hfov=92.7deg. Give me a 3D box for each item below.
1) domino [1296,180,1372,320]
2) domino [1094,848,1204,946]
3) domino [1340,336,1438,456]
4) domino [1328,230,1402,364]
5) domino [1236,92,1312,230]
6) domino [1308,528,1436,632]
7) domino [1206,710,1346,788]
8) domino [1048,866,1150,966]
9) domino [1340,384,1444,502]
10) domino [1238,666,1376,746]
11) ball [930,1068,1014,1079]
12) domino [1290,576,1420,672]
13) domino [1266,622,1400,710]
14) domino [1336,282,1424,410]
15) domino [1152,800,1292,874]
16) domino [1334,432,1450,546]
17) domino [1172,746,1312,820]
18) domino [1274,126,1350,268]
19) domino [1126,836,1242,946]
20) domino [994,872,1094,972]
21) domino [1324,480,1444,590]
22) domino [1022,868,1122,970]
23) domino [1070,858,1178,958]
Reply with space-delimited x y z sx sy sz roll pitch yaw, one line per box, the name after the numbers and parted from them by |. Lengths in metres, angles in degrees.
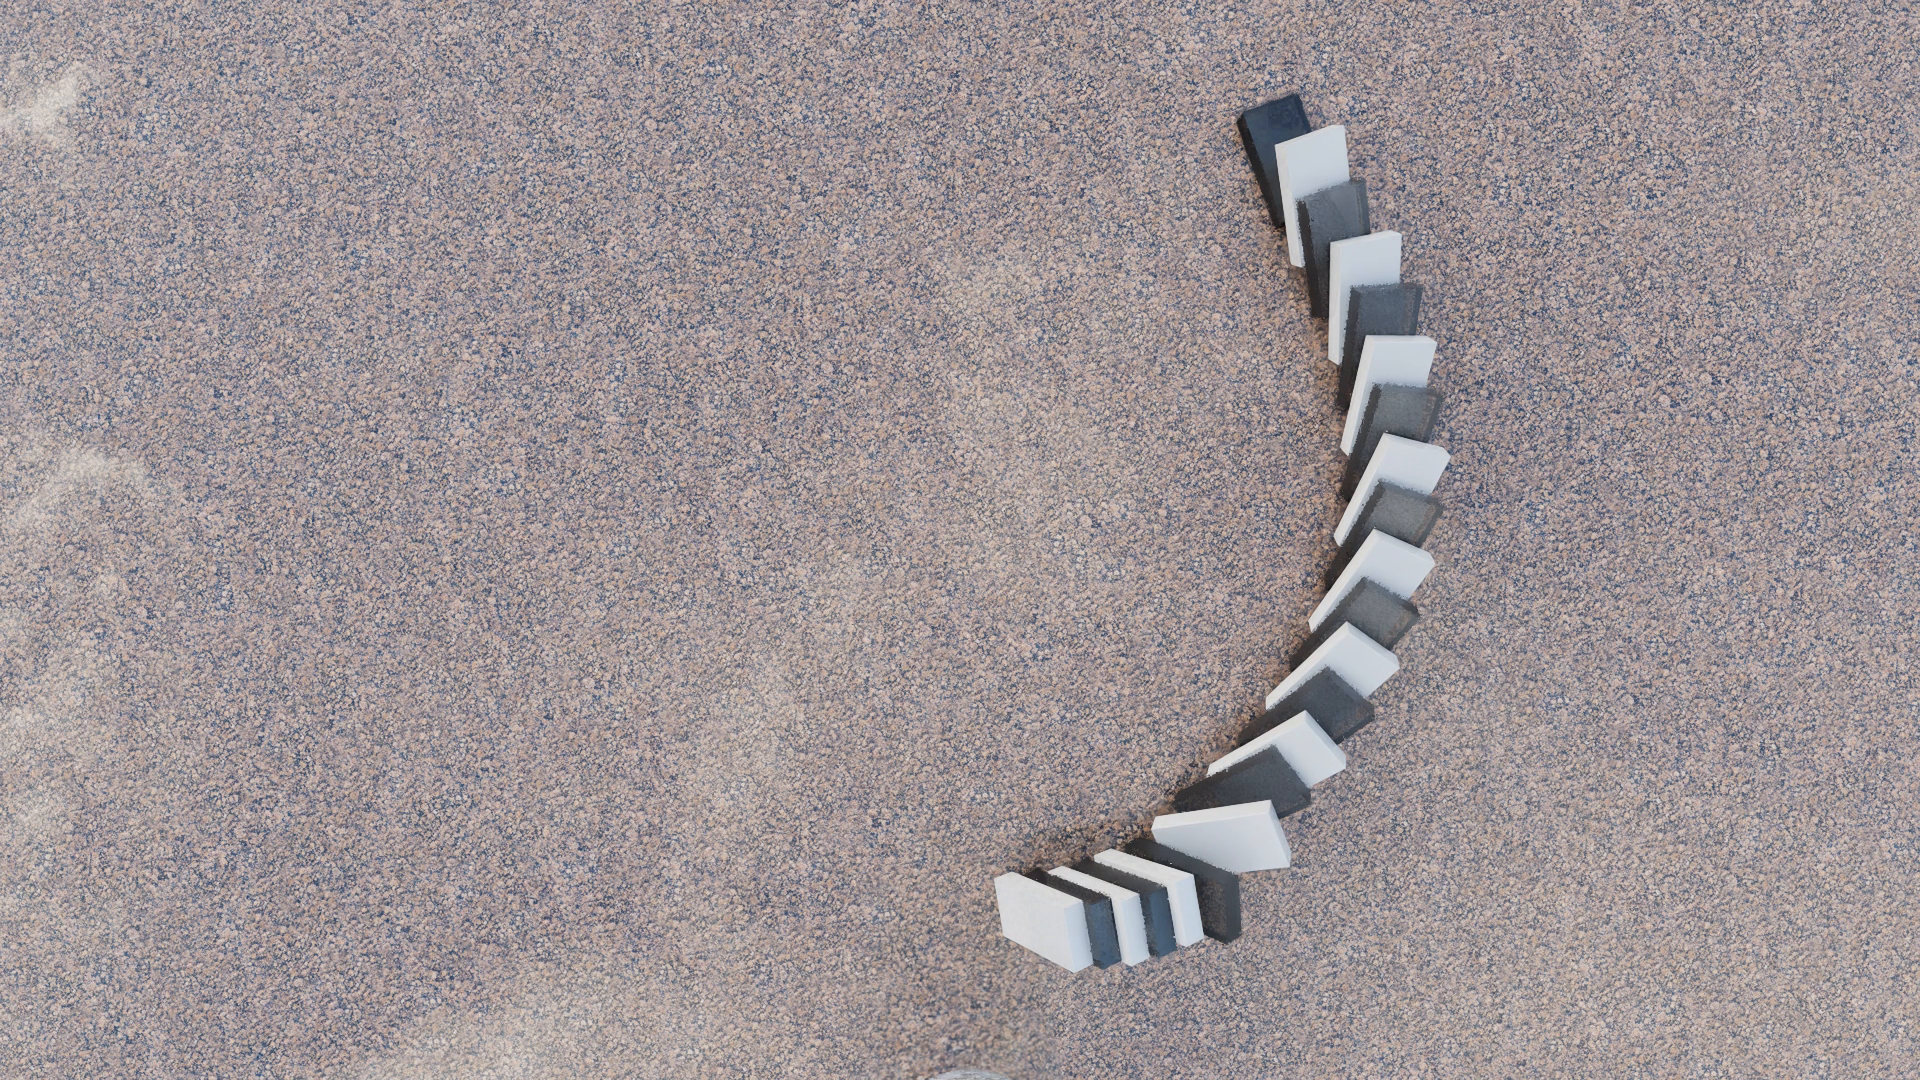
0.159 -0.121 0.385 0.025 0.009 0.050 -20 116 0 | domino
0.076 0.146 0.376 0.009 0.050 0.025 -10 90 -31 | domino
0.179 -0.060 0.384 0.025 0.010 0.050 1 119 0 | domino
0.169 -0.101 0.384 0.025 0.010 0.050 -11 118 0 | domino
0.141 -0.163 0.395 0.025 0.009 0.050 -20 90 0 | domino
0.171 0.022 0.384 0.025 0.010 0.050 24 119 0 | domino
0.132 0.095 0.384 0.025 0.009 0.050 49 120 0 | domino
0.055 0.153 0.376 0.009 0.050 0.025 -10 90 -31 | domino
0.180 -0.039 0.384 0.025 0.010 0.050 6 119 0 | domino
0.144 0.078 0.384 0.025 0.010 0.050 42 120 0 | domino
0.005 0.254 0.360 0.080 0.080 0.080 0 90 0 | ball
0.164 0.042 0.384 0.025 0.009 0.050 30 119 0 | domino
0.155 0.060 0.384 0.025 0.010 0.050 35 119 0 | domino
0.175 -0.080 0.384 0.025 0.009 0.050 -5 119 0 | domino
0.109 0.126 0.382 0.050 0.010 0.025 -18 99 28 | domino
0.180 -0.018 0.384 0.025 0.010 0.050 14 119 0 | domino
0.117 0.109 0.384 0.050 0.010 0.025 -38 90 30 | domino
0.149 -0.143 0.384 0.025 0.009 0.050 -19 116 0 | domino
0.091 0.143 0.376 0.010 0.050 0.025 -11 100 -37 | domino
0.033 0.156 0.376 0.010 0.050 0.025 -10 90 -31 | domino
0.176 0.002 0.384 0.025 0.010 0.050 18 120 0 | domino
0.044 0.154 0.376 0.009 0.050 0.025 -10 90 -31 | domino
0.066 0.150 0.376 0.010 0.050 0.025 -10 90 -31 | domino
